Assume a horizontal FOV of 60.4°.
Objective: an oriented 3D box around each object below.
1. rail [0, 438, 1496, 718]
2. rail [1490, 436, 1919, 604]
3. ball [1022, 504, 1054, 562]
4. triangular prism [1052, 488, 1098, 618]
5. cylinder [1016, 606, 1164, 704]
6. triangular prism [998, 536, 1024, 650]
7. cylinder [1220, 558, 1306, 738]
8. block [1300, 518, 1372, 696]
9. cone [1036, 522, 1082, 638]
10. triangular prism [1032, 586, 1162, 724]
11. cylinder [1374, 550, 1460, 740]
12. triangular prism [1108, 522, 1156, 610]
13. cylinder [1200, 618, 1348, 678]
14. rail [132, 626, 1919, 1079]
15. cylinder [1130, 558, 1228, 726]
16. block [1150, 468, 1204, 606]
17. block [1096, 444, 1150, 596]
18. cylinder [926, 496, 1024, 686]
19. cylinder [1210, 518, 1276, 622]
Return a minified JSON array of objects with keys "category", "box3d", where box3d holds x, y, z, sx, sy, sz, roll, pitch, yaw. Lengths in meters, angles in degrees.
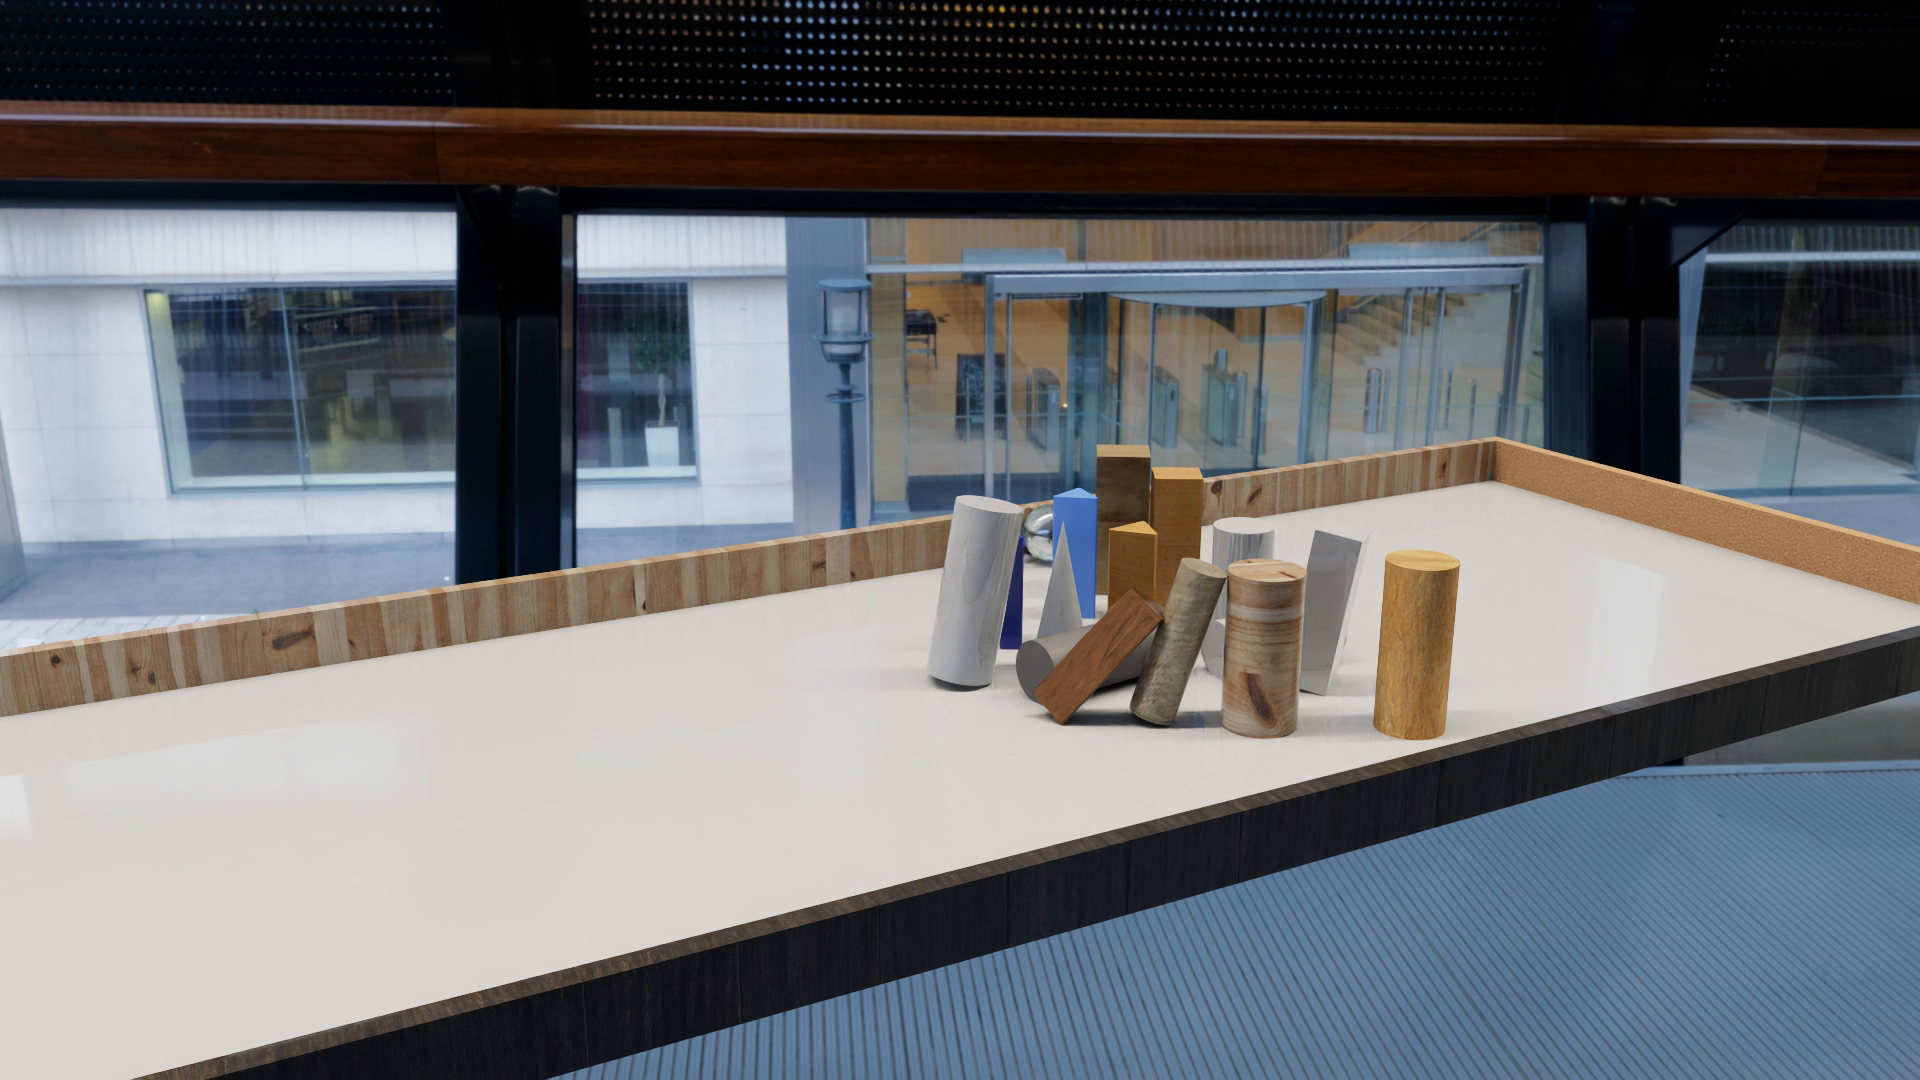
[{"category":"rail","box3d":[-3.305,0.497,3.399,12.000,0.150,0.050,-9,18,-27]},{"category":"rail","box3d":[2.466,-0.048,5.253,0.050,0.150,2.100,-9,18,-27]},{"category":"ball","box3d":[0.282,-0.023,5.117,0.178,0.178,0.178,0,16,0]},{"category":"triangular prism","box3d":[0.325,0.036,4.616,0.120,0.348,0.104,3,17,9]},{"category":"cylinder","box3d":[0.356,0.284,4.111,0.428,0.157,0.157,-12,20,-35]},{"category":"triangular prism","box3d":[0.104,0.124,4.381,0.127,0.311,0.110,1,16,3]},{"category":"cylinder","box3d":[0.703,0.251,3.829,0.179,0.379,0.179,0,16,0]},{"category":"block","box3d":[0.897,0.164,4.049,0.114,0.408,0.114,16,21,20]},{"category":"cone","box3d":[0.260,0.136,4.207,0.155,0.387,0.155,0,16,0]},{"category":"triangular prism","box3d":[0.339,0.275,3.887,0.109,0.350,0.095,48,17,22]},{"category":"cylinder","box3d":[1.052,0.241,3.809,0.163,0.409,0.163,0,16,0]},{"category":"triangular prism","box3d":[0.466,0.123,4.353,0.126,0.330,0.109,6,17,20]},{"category":"cylinder","box3d":[0.805,0.253,4.232,0.355,0.149,0.149,-9,18,-27]},{"category":"rail","box3d":[-2.336,1.006,1.665,12.000,0.150,0.050,-9,18,-27]},{"category":"cylinder","box3d":[0.507,0.237,3.846,0.112,0.380,0.112,16,17,-5]},{"category":"block","box3d":[0.594,0.016,4.566,0.130,0.414,0.130,1,16,2]},{"category":"block","box3d":[0.472,-0.059,4.821,0.153,0.414,0.153,1,16,4]},{"category":"cylinder","box3d":[0.036,0.125,4.104,0.171,0.443,0.171,9,12,-2]},{"category":"cylinder","box3d":[0.741,0.123,4.342,0.160,0.335,0.160,0,16,0]}]
